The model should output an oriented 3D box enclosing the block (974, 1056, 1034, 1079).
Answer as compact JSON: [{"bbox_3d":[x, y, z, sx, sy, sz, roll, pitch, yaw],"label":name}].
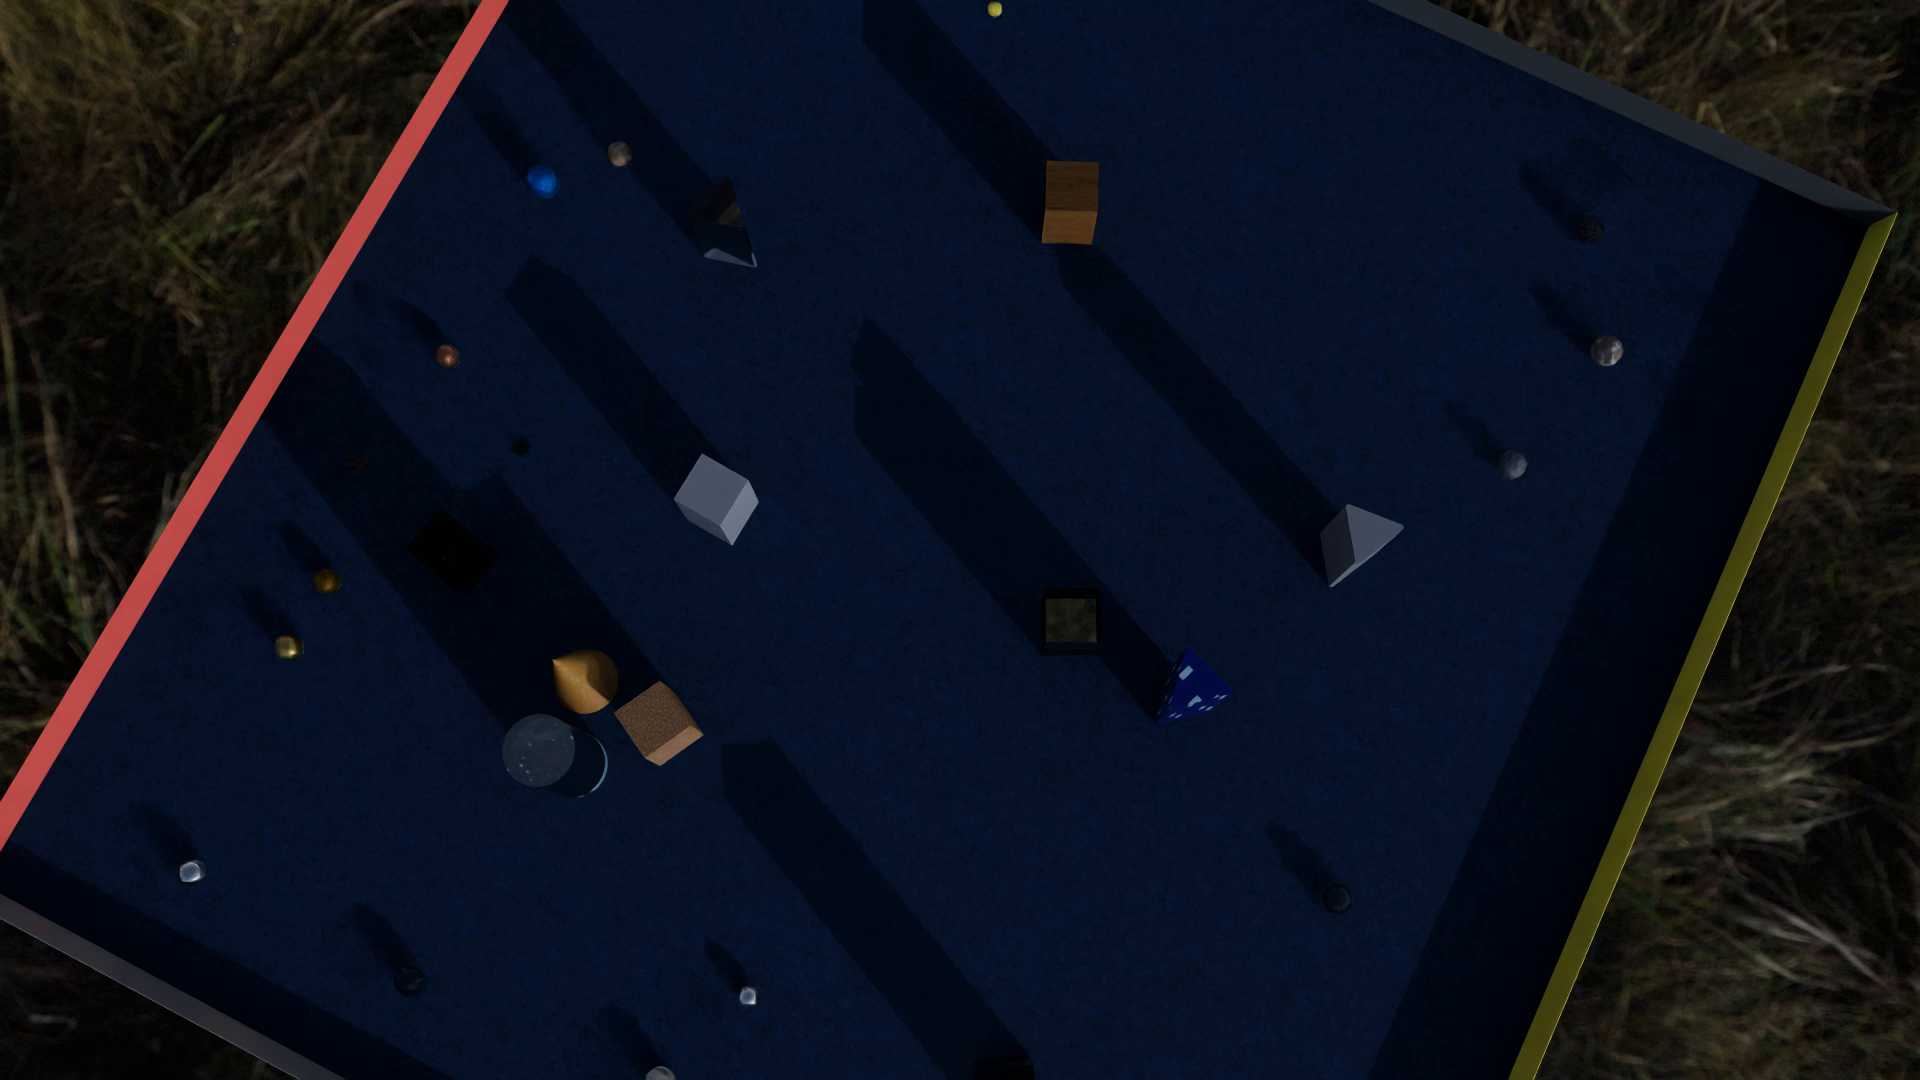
[{"bbox_3d":[0.128,1.541,5.112,0.159,0.365,0.159,-6,78,-1],"label":"block"}]

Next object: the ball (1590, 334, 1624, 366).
[{"bbox_3d":[2.007,-0.587,5.688,0.098,0.098,0.098,0,78,0],"label":"ball"}]

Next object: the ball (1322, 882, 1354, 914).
[{"bbox_3d":[1.101,1.048,5.353,0.092,0.092,0.092,0,78,0],"label":"ball"}]

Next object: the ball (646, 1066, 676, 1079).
[{"bbox_3d":[-0.859,1.553,5.251,0.087,0.087,0.087,0,78,0],"label":"ball"}]

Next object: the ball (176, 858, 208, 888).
[{"bbox_3d":[-2.252,0.976,5.372,0.083,0.083,0.083,0,78,0],"label":"ball"}]

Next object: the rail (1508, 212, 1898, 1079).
[{"bbox_3d":[1.898,0.936,5.356,0.045,0.129,4.461,26,80,5],"label":"rail"}]

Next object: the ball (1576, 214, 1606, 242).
[{"bbox_3d":[1.986,-0.983,5.773,0.092,0.092,0.092,0,78,0],"label":"ball"}]

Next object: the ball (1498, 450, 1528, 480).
[{"bbox_3d":[1.693,-0.230,5.619,0.088,0.088,0.088,0,78,0],"label":"ball"}]

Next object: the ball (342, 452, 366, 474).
[{"bbox_3d":[-1.863,-0.235,5.630,0.069,0.069,0.069,0,78,0],"label":"ball"}]

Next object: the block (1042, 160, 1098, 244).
[{"bbox_3d":[0.340,-1.045,5.691,0.159,0.278,0.159,2,78,0],"label":"block"}]

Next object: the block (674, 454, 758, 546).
[{"bbox_3d":[-0.727,-0.118,5.493,0.159,0.290,0.159,29,80,6],"label":"block"}]

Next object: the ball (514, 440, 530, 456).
[{"bbox_3d":[-1.353,-0.285,5.651,0.049,0.049,0.049,0,78,0],"label":"ball"}]

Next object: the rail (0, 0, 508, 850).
[{"bbox_3d":[-1.898,-0.923,5.741,0.045,0.129,4.461,26,80,5],"label":"rail"}]

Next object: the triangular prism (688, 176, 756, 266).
[{"bbox_3d":[-0.712,-0.987,5.649,0.172,0.338,0.149,12,79,2],"label":"triangular prism"}]

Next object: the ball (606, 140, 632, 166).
[{"bbox_3d":[-1.083,-1.229,5.830,0.081,0.081,0.081,0,78,0],"label":"ball"}]

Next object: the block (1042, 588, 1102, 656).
[{"bbox_3d":[0.327,0.244,5.425,0.159,0.276,0.159,0,78,0],"label":"block"}]

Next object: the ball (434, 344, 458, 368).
[{"bbox_3d":[-1.597,-0.573,5.698,0.073,0.073,0.073,0,78,0],"label":"ball"}]

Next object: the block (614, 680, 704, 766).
[{"bbox_3d":[-0.879,0.539,5.365,0.159,0.274,0.159,-35,80,-7],"label":"block"}]

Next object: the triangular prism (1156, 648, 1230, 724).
[{"bbox_3d":[0.652,0.415,5.303,0.172,0.447,0.149,-13,79,-3],"label":"triangular prism"}]

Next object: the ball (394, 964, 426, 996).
[{"bbox_3d":[-1.594,1.276,5.308,0.088,0.088,0.088,0,78,0],"label":"ball"}]

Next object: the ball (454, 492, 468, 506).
[{"bbox_3d":[-1.530,-0.124,5.621,0.043,0.043,0.043,0,78,0],"label":"ball"}]

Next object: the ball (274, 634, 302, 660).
[{"bbox_3d":[-2.019,0.321,5.509,0.081,0.081,0.081,0,78,0],"label":"ball"}]

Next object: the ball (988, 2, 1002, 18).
[{"bbox_3d":[0.113,-1.723,5.948,0.050,0.050,0.050,0,78,0],"label":"ball"}]

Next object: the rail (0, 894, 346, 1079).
[{"bbox_3d":[-0.987,1.940,5.148,4.292,0.129,0.045,26,80,5],"label":"rail"}]

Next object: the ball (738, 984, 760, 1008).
[{"bbox_3d":[-0.612,1.323,5.309,0.066,0.066,0.066,0,78,0],"label":"ball"}]

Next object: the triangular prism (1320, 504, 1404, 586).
[{"bbox_3d":[1.152,-0.005,5.420,0.172,0.387,0.149,-37,81,-7],"label":"triangular prism"}]

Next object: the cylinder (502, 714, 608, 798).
[{"bbox_3d":[-1.152,0.623,5.245,0.199,0.476,0.199,0,78,0],"label":"cylinder"}]

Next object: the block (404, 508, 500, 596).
[{"bbox_3d":[-1.515,0.037,5.484,0.159,0.244,0.159,38,81,7],"label":"block"}]

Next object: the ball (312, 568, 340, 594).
[{"bbox_3d":[-1.921,0.125,5.551,0.078,0.078,0.078,0,78,0],"label":"ball"}]

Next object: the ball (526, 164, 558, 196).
[{"bbox_3d":[-1.322,-1.139,5.802,0.099,0.099,0.099,0,78,0],"label":"ball"}]

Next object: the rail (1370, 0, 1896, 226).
[{"bbox_3d":[0.987,-1.926,5.948,4.292,0.129,0.045,26,80,5],"label":"rail"}]

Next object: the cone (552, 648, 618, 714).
[{"bbox_3d":[-1.130,0.378,5.303,0.199,0.460,0.199,0,78,0],"label":"cone"}]
